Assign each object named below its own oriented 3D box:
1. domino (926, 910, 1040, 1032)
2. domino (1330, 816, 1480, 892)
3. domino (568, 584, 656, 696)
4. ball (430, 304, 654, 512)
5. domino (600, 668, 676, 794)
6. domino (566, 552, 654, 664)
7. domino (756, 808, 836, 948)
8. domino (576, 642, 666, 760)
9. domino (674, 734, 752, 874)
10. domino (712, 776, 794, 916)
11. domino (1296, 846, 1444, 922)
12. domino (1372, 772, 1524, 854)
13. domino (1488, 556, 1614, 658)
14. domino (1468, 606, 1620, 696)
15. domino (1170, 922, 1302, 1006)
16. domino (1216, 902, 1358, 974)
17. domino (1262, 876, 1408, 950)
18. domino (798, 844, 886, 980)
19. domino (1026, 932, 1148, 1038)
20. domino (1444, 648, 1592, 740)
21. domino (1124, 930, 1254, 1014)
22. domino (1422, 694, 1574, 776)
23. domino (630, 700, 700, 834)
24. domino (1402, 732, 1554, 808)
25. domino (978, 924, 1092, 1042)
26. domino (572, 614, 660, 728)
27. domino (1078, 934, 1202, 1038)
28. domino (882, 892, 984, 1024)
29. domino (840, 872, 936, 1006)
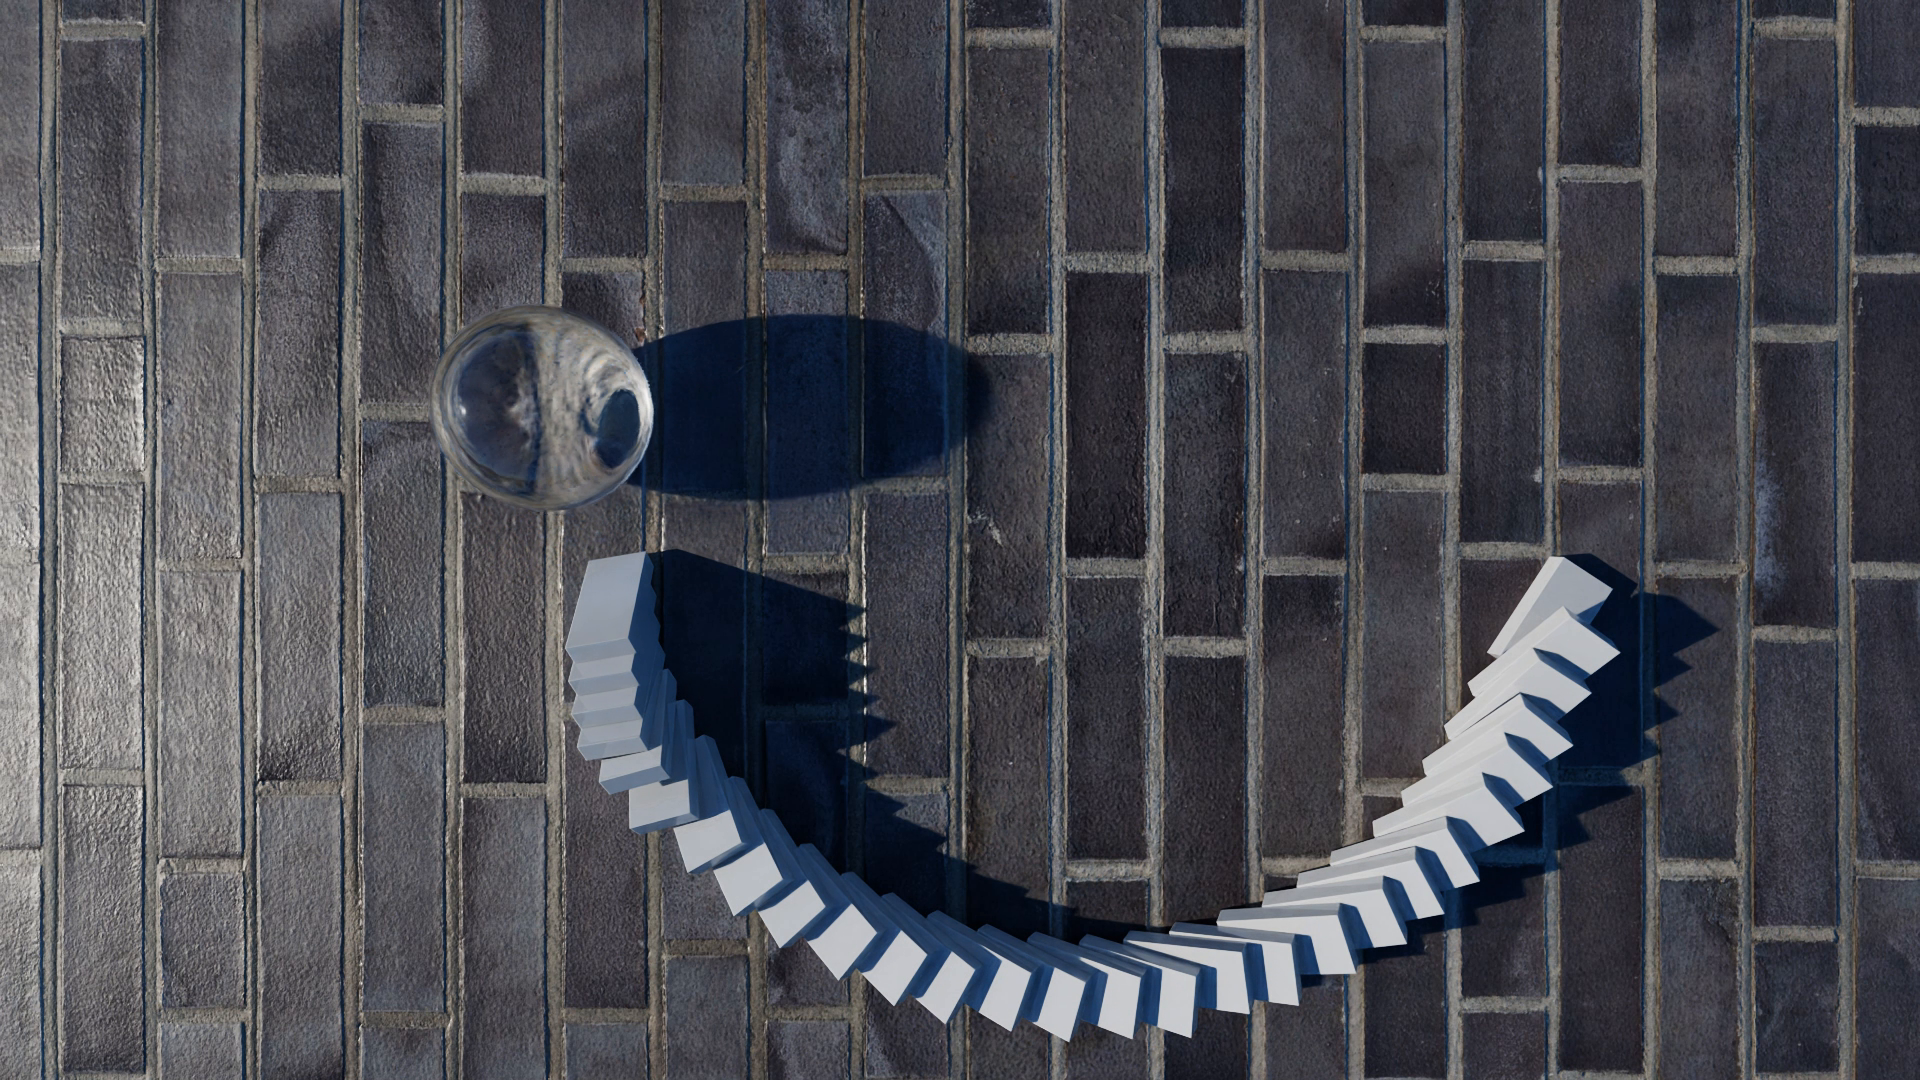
[{"bbox_3d":[0.005,0.180,0.385,0.050,0.009,0.025,19,90,26],"label":"domino"},{"bbox_3d":[0.185,0.136,0.384,0.050,0.009,0.025,-32,90,30],"label":"domino"},{"bbox_3d":[-0.142,0.040,0.378,0.025,0.050,0.010,-10,132,0],"label":"domino"},{"bbox_3d":[-0.162,-0.051,0.360,0.080,0.080,0.080,0,90,0],"label":"ball"},{"bbox_3d":[-0.132,0.078,0.378,0.025,0.050,0.009,-15,132,0],"label":"domino"},{"bbox_3d":[-0.144,0.027,0.378,0.025,0.050,0.010,-10,132,0],"label":"domino"},{"bbox_3d":[-0.077,0.141,0.385,0.025,0.010,0.050,-42,64,0],"label":"domino"},{"bbox_3d":[-0.139,0.065,0.378,0.025,0.050,0.010,-9,133,0],"label":"domino"},{"bbox_3d":[-0.108,0.110,0.384,0.025,0.009,0.050,-29,62,0],"label":"domino"},{"bbox_3d":[-0.093,0.128,0.384,0.025,0.010,0.050,-37,62,2],"label":"domino"},{"bbox_3d":[0.171,0.147,0.383,0.050,0.010,0.025,-28,92,31],"label":"domino"},{"bbox_3d":[0.203,0.119,0.382,0.025,0.009,0.050,47,121,-4],"label":"domino"},{"bbox_3d":[0.254,0.035,0.395,0.025,0.010,0.050,33,90,0],"label":"domino"},{"bbox_3d":[0.243,0.054,0.383,0.025,0.010,0.050,35,119,-1],"label":"domino"},{"bbox_3d":[0.115,0.177,0.384,0.050,0.009,0.025,-7,90,29],"label":"domino"},{"bbox_3d":[0.136,0.167,0.383,0.050,0.009,0.025,-17,92,30],"label":"domino"},{"bbox_3d":[0.156,0.157,0.382,0.050,0.009,0.025,-23,95,30],"label":"domino"},{"bbox_3d":[-0.057,0.155,0.384,0.050,0.009,0.025,39,91,26],"label":"domino"},{"bbox_3d":[0.051,0.186,0.384,0.050,0.010,0.025,8,90,27],"label":"domino"},{"bbox_3d":[0.232,0.071,0.384,0.025,0.009,0.050,33,119,0],"label":"domino"},{"bbox_3d":[0.095,0.180,0.384,0.050,0.009,0.025,-7,90,29],"label":"domino"},{"bbox_3d":[0.223,0.089,0.383,0.025,0.010,0.050,39,121,-1],"label":"domino"},{"bbox_3d":[-0.124,0.094,0.382,0.025,0.009,0.050,-15,57,0],"label":"domino"},{"bbox_3d":[0.214,0.104,0.382,0.025,0.009,0.050,42,121,-3],"label":"domino"},{"bbox_3d":[0.028,0.185,0.385,0.050,0.009,0.025,16,90,27],"label":"domino"},{"bbox_3d":[-0.141,0.053,0.378,0.025,0.050,0.010,-9,132,1],"label":"domino"},{"bbox_3d":[0.074,0.186,0.384,0.050,0.009,0.025,5,91,28],"label":"domino"},{"bbox_3d":[-0.018,0.174,0.385,0.050,0.009,0.025,29,90,27],"label":"domino"},{"bbox_3d":[-0.037,0.166,0.384,0.050,0.010,0.025,33,92,27],"label":"domino"}]
